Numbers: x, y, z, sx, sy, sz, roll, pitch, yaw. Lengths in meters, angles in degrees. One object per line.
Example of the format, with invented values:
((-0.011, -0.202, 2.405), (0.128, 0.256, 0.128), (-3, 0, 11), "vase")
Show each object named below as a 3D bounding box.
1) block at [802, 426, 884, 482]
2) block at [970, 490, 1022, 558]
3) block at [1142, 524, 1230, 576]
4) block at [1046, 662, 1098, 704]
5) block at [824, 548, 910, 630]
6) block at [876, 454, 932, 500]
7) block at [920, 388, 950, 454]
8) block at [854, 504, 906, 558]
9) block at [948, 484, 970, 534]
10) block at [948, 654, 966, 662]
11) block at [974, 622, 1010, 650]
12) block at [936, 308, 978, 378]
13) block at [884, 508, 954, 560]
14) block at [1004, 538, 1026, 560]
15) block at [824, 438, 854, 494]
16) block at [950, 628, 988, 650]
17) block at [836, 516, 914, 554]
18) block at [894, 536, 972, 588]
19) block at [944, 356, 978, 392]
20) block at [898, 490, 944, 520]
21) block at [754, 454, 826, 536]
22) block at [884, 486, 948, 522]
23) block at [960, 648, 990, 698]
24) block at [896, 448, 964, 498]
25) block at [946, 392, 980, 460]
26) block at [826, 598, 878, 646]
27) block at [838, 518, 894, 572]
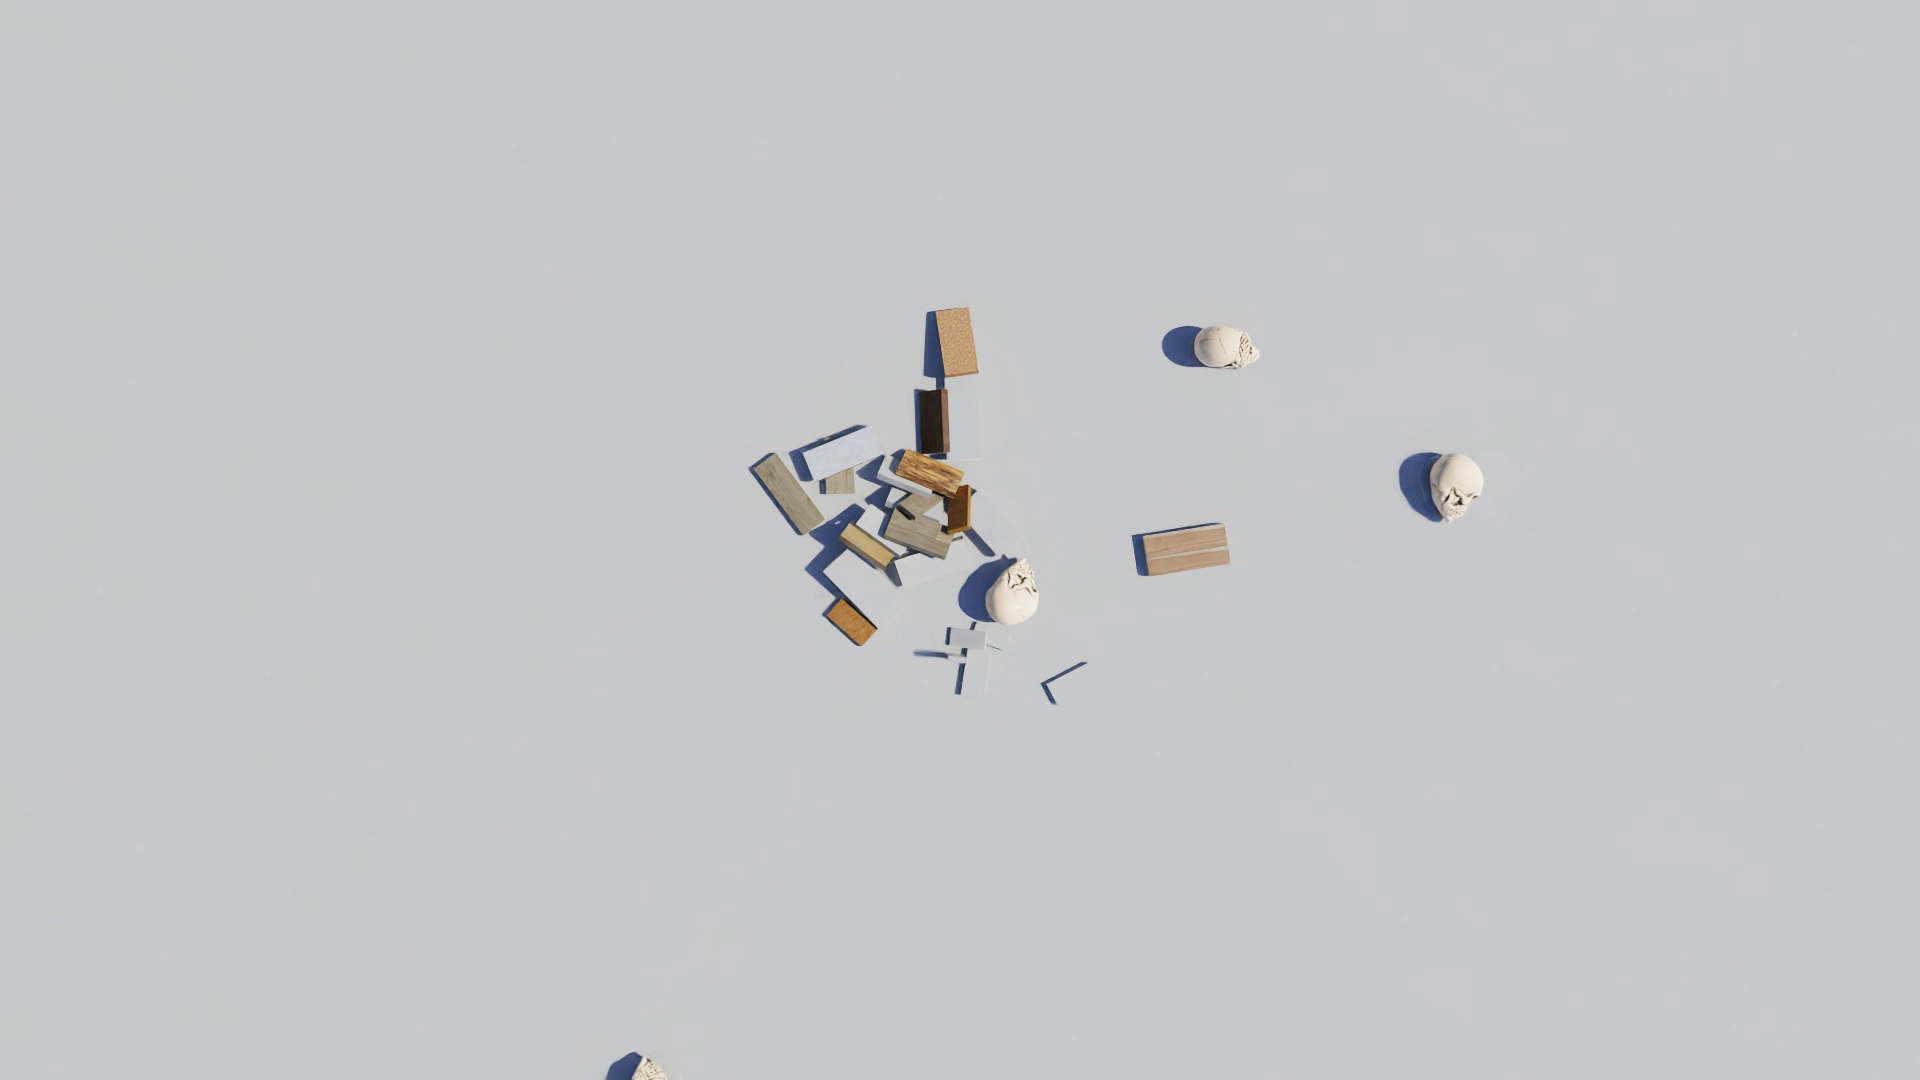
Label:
((-0.385, -0.286, 5.459), (0.248, 0.029, 0.104), (-22, 90, 0), "block")
((0.098, -0.056, 5.464), (0.106, 0.030, 0.212), (-42, 90, 0), "block")
((0.752, 0.033, 5.481), (0.271, 0.038, 0.135), (-9, 90, 0), "block")
((0.375, 0.478, 5.489), (0.157, 0.022, 0.078), (-27, 90, 0), "block")
((-0.309, 0.152, 5.457), (0.135, 0.038, 0.271), (-43, 98, 6), "block")
((-0.173, -0.209, 5.459), (0.187, 0.027, 0.094), (22, 48, 0), "block")
((-0.083, -0.390, 5.453), (0.029, 0.104, 0.208), (-2, 90, -44), "block")
((-0.247, -0.029, 5.431), (0.181, 0.026, 0.090), (36, 65, 0), "block")
((-0.003, -0.101, 5.428), (0.074, 0.021, 0.172), (-16, 51, 22), "block")
((-0.010, 0.390, 5.440), (0.060, 0.120, 0.017), (3, 91, 0), "block")
((0.103, 0.320, 5.492), (0.120, 0.017, 0.060), (20, 90, 0), "block")
((-0.010, -0.654, 5.461), (0.111, 0.031, 0.222), (-8, 79, -2), "block")
((-0.132, -0.020, 5.412), (0.212, 0.030, 0.106), (20, 66, 1), "block")
((0.149, -0.014, 5.490), (0.074, 0.021, 0.148), (-36, 90, 0), "block")
((-0.400, -0.246, 5.487), (0.094, 0.027, 0.187), (-2, 90, 0), "block")
((0.028, 0.328, 5.477), (0.120, 0.017, 0.060), (7, 90, 15), "block")
((-0.269, -0.009, 5.481), (0.271, 0.038, 0.135), (-7, 90, 0), "block")
((-0.089, 0.073, 5.464), (0.240, 0.030, 0.106), (-18, 114, 0), "block")
((0.005, -0.502, 5.484), (0.111, 0.031, 0.222), (-1, 90, 0), "block")
((-0.127, -0.127, 5.437), (0.074, 0.021, 0.148), (39, 51, 16), "block")
((-0.566, -0.152, 5.487), (0.090, 0.026, 0.276), (-37, 90, 0), "block")
((-0.145, -0.121, 5.459), (0.187, 0.027, 0.094), (20, 48, 0), "block")
((0.053, 0.444, 5.489), (0.078, 0.022, 0.157), (9, 90, 0), "block")
((-0.099, -0.220, 5.454), (0.208, 0.029, 0.104), (23, 48, 0), "block")
((0.009, -0.378, 5.453), (0.111, 0.031, 0.222), (-2, 90, 0), "block")
((-0.359, 0.273, 5.489), (0.157, 0.022, 0.078), (42, 90, 0), "block")
((-0.302, 0.015, 5.420), (0.181, 0.026, 0.090), (35, 47, -1), "block")
